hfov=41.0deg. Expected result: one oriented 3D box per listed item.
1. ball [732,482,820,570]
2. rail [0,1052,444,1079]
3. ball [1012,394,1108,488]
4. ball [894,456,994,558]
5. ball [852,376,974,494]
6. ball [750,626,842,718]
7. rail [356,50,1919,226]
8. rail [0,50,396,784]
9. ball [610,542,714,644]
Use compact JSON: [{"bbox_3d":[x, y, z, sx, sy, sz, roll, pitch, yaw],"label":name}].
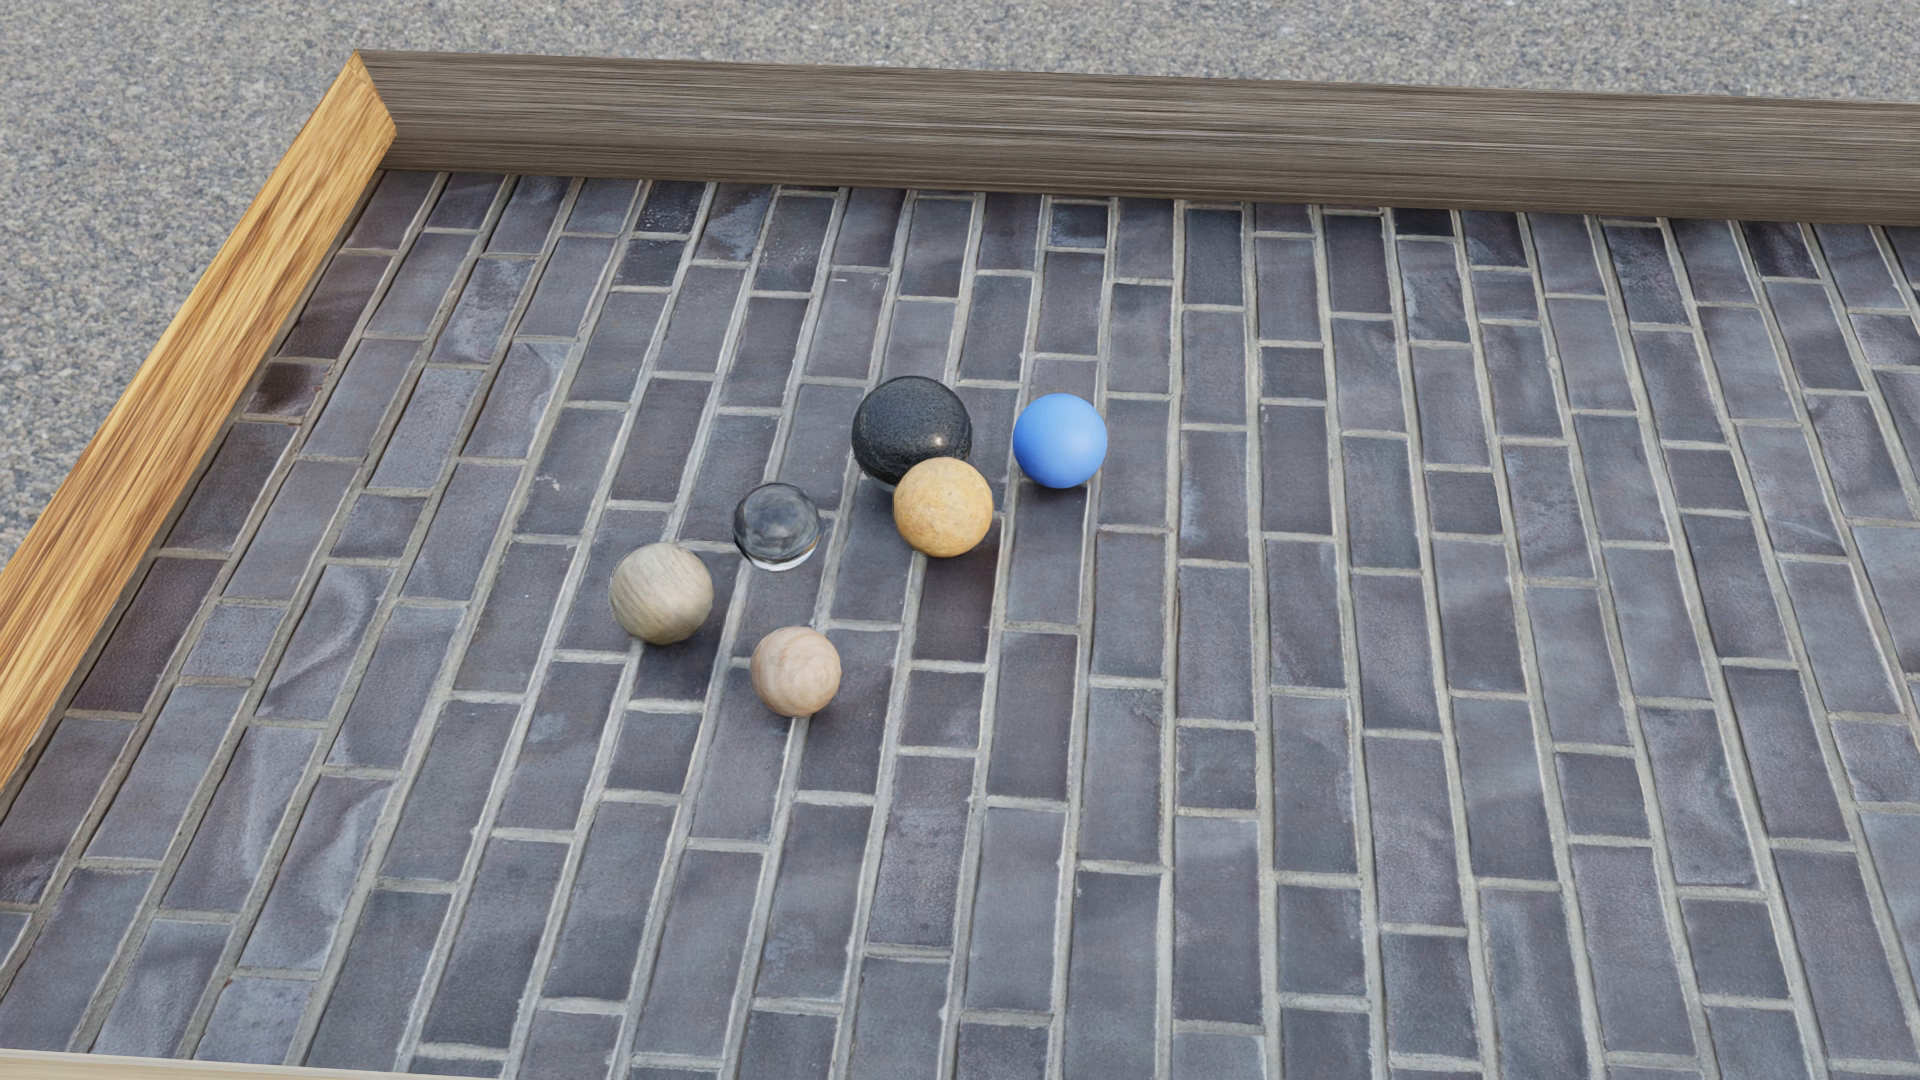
[{"bbox_3d":[-0.142,-0.010,1.988,0.069,0.069,0.069,0,34,0],"label":"ball"},{"bbox_3d":[0.593,0.371,1.379,2.591,0.128,0.045,3,35,4],"label":"rail"},{"bbox_3d":[0.081,-0.080,2.082,0.078,0.078,0.078,0,34,0],"label":"ball"},{"bbox_3d":[-0.013,-0.026,2.001,0.079,0.079,0.079,0,34,0],"label":"ball"},{"bbox_3d":[-0.039,-0.084,2.068,0.098,0.098,0.098,0,34,0],"label":"ball"},{"bbox_3d":[-0.118,0.094,1.838,0.066,0.066,0.066,0,34,0],"label":"ball"},{"bbox_3d":[0.698,-0.354,2.434,2.591,0.128,0.045,3,35,4],"label":"rail"},{"bbox_3d":[-0.622,-0.050,1.992,0.045,0.128,1.332,3,35,4],"label":"rail"},{"bbox_3d":[-0.222,0.040,1.908,0.076,0.076,0.076,0,34,0],"label":"ball"}]
